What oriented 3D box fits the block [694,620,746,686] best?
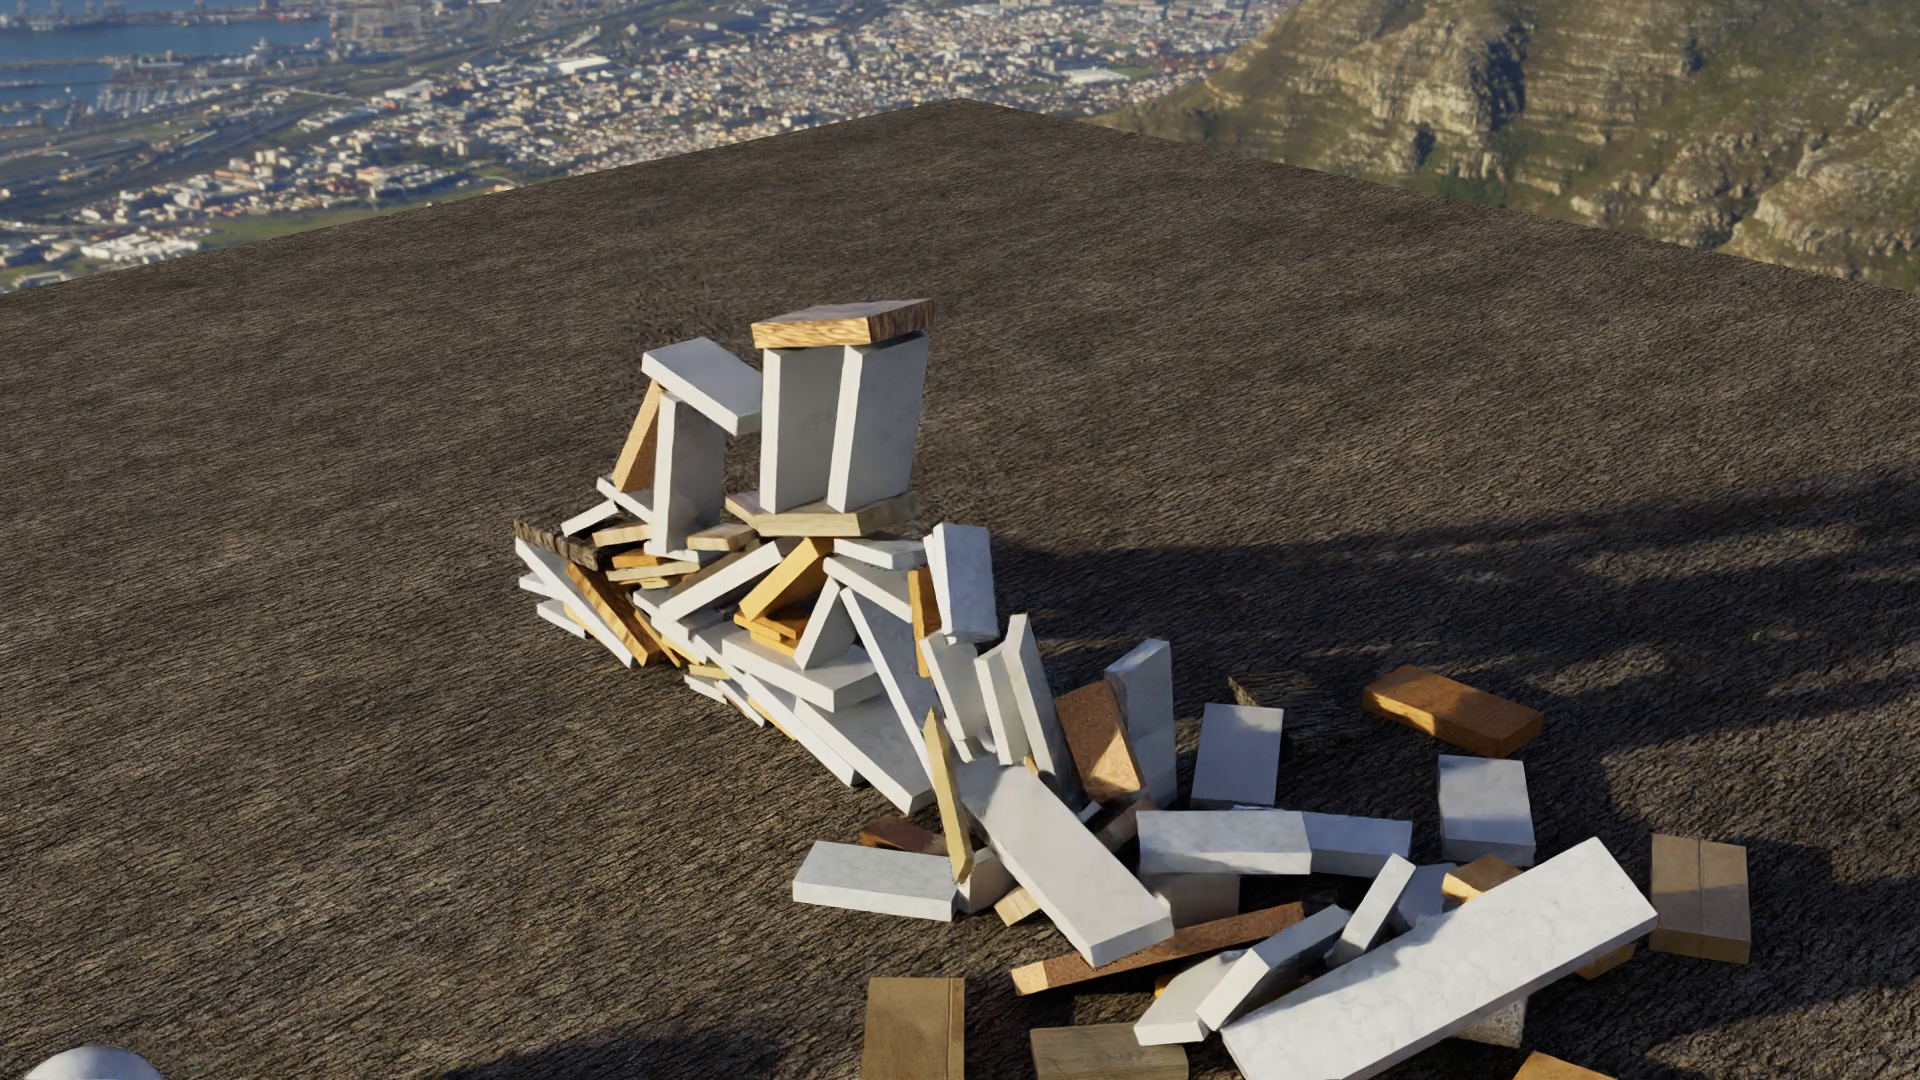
[{"bbox_3d":[-0.458,0.276,4.827,0.101,0.029,0.271,-22,49,-41],"label":"block"}]

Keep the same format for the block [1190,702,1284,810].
[{"bbox_3d":[0.577,0.458,4.559,0.166,0.047,0.331,4,32,10],"label":"block"}]

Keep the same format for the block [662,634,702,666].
[{"bbox_3d":[-0.604,0.238,4.963,0.070,0.020,0.140,-20,35,-39],"label":"block"}]

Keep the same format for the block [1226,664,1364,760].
[{"bbox_3d":[0.730,0.373,4.821,0.166,0.047,0.331,-7,24,-17],"label":"block"}]

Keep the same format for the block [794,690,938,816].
[{"bbox_3d":[-0.160,0.416,4.578,0.180,0.051,0.359,-22,48,-41],"label":"block"}]

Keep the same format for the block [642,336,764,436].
[{"bbox_3d":[-0.507,-0.327,4.643,0.162,0.046,0.325,-21,42,-39],"label":"block"}]

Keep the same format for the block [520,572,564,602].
[{"bbox_3d":[-0.966,0.106,5.315,0.196,0.028,0.098,13,27,42],"label":"block"}]

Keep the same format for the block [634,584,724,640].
[{"bbox_3d":[-0.638,0.158,4.983,0.101,0.029,0.202,-21,39,-40],"label":"block"}]

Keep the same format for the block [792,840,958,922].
[{"bbox_3d":[-0.148,0.647,4.180,0.307,0.043,0.153,5,24,12],"label":"block"}]

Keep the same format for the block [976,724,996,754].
[{"bbox_3d":[0.076,0.405,4.431,0.024,0.172,0.086,-29,10,25],"label":"block"}]

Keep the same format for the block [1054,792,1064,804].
[{"bbox_3d":[0.173,0.560,4.246,0.070,0.140,0.020,-30,37,-30],"label":"block"}]

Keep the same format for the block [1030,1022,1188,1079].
[{"bbox_3d":[0.248,0.862,3.683,0.247,0.035,0.124,-2,23,-6],"label":"block"}]

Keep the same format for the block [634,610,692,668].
[{"bbox_3d":[-0.666,0.215,5.034,0.070,0.020,0.178,-22,58,-40],"label":"block"}]

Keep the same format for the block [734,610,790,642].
[{"bbox_3d":[-0.410,0.178,4.736,0.149,0.021,0.075,19,30,39],"label":"block"}]

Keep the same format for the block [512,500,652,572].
[{"bbox_3d":[-0.890,-0.013,5.184,0.327,0.046,0.163,19,30,41],"label":"block"}]

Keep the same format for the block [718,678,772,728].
[{"bbox_3d":[-0.454,0.347,4.849,0.077,0.022,0.155,-21,50,-42],"label":"block"}]

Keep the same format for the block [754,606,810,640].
[{"bbox_3d":[-0.370,0.171,4.697,0.075,0.021,0.149,-21,30,-40],"label":"block"}]

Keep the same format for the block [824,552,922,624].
[{"bbox_3d":[-0.139,0.079,4.405,0.129,0.037,0.258,-21,38,-41],"label":"block"}]

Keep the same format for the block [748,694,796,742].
[{"bbox_3d":[-0.382,0.375,4.795,0.155,0.022,0.077,35,38,29],"label":"block"}]

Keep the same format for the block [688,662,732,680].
[{"bbox_3d":[-0.529,0.283,4.906,0.077,0.022,0.155,-20,15,-39],"label":"block"}]

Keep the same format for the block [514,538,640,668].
[{"bbox_3d":[-0.852,0.120,5.209,0.163,0.046,0.465,-22,52,-40],"label":"block"}]

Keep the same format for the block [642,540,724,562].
[{"bbox_3d":[-0.607,0.013,4.875,0.184,0.026,0.092,8,24,42],"label":"block"}]

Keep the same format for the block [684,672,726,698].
[{"bbox_3d":[-0.554,0.319,4.941,0.122,0.017,0.061,19,30,36],"label":"block"}]

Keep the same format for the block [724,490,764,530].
[{"bbox_3d":[-0.419,-0.062,4.716,0.095,0.027,0.191,-13,25,-28],"label":"block"}]

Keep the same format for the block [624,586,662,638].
[{"bbox_3d":[-0.699,0.160,5.046,0.070,0.020,0.140,-22,59,-40],"label":"block"}]

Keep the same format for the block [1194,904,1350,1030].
[{"bbox_3d":[0.530,0.714,3.691,0.045,0.159,0.318,46,28,22],"label":"block"}]

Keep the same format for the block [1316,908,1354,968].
[{"bbox_3d":[0.683,0.727,4.020,0.158,0.022,0.079,-21,31,-40],"label":"block"}]

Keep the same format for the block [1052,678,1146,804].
[{"bbox_3d":[0.270,0.392,4.259,0.111,0.221,0.031,-24,-8,25],"label":"block"}]

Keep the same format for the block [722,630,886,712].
[{"bbox_3d":[-0.322,0.260,4.686,0.180,0.051,0.359,-21,30,-40],"label":"block"}]

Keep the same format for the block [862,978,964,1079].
[{"bbox_3d":[-0.076,0.851,3.696,0.166,0.047,0.332,0,23,1],"label":"block"}]

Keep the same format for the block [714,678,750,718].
[{"bbox_3d":[-0.482,0.344,4.876,0.061,0.017,0.121,-21,50,-42],"label":"block"}]

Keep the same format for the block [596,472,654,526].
[{"bbox_3d":[-0.694,-0.092,4.934,0.229,0.032,0.114,32,35,30],"label":"block"}]

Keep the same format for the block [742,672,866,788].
[{"bbox_3d":[-0.279,0.372,4.687,0.180,0.051,0.359,-21,48,-40],"label":"block"}]

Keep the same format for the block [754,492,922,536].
[{"bbox_3d":[-0.250,-0.053,4.471,0.164,0.046,0.328,-21,14,-40],"label":"block"}]

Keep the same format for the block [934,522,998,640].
[{"bbox_3d":[0.012,0.080,4.255,0.109,0.218,0.031,7,-21,-34],"label":"block"}]

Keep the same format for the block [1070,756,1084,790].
[{"bbox_3d":[0.208,0.497,4.420,0.060,0.121,0.017,33,7,-36],"label":"block"}]

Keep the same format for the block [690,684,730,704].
[{"bbox_3d":[-0.545,0.334,4.951,0.121,0.017,0.061,19,30,38],"label":"block"}]

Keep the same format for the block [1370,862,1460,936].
[{"bbox_3d":[0.893,0.706,4.037,0.166,0.047,0.331,-4,23,-10],"label":"block"}]

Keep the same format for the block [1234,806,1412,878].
[{"bbox_3d":[0.688,0.581,4.230,0.346,0.049,0.173,4,16,14],"label":"block"}]

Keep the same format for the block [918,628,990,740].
[{"bbox_3d":[0.001,0.271,4.279,0.104,0.209,0.030,-28,11,-40],"label":"block"}]

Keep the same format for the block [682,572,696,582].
[{"bbox_3d":[-0.595,0.079,4.929,0.050,0.014,0.101,-23,-3,-11],"label":"block"}]

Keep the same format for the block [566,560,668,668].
[{"bbox_3d":[-0.758,0.143,5.118,0.163,0.046,0.327,-21,58,-40],"label":"block"}]

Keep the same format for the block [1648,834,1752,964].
[{"bbox_3d":[1.384,0.669,4.123,0.172,0.049,0.344,7,24,15],"label":"block"}]

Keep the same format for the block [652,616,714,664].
[{"bbox_3d":[-0.594,0.209,4.958,0.101,0.029,0.202,-20,39,-39],"label":"block"}]

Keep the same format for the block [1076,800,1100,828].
[{"bbox_3d":[0.222,0.550,4.203,0.070,0.139,0.020,-37,75,-27],"label":"block"}]

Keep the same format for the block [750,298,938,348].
[{"bbox_3d":[-0.228,-0.422,4.287,0.175,0.050,0.350,-22,17,-41],"label":"block"}]
